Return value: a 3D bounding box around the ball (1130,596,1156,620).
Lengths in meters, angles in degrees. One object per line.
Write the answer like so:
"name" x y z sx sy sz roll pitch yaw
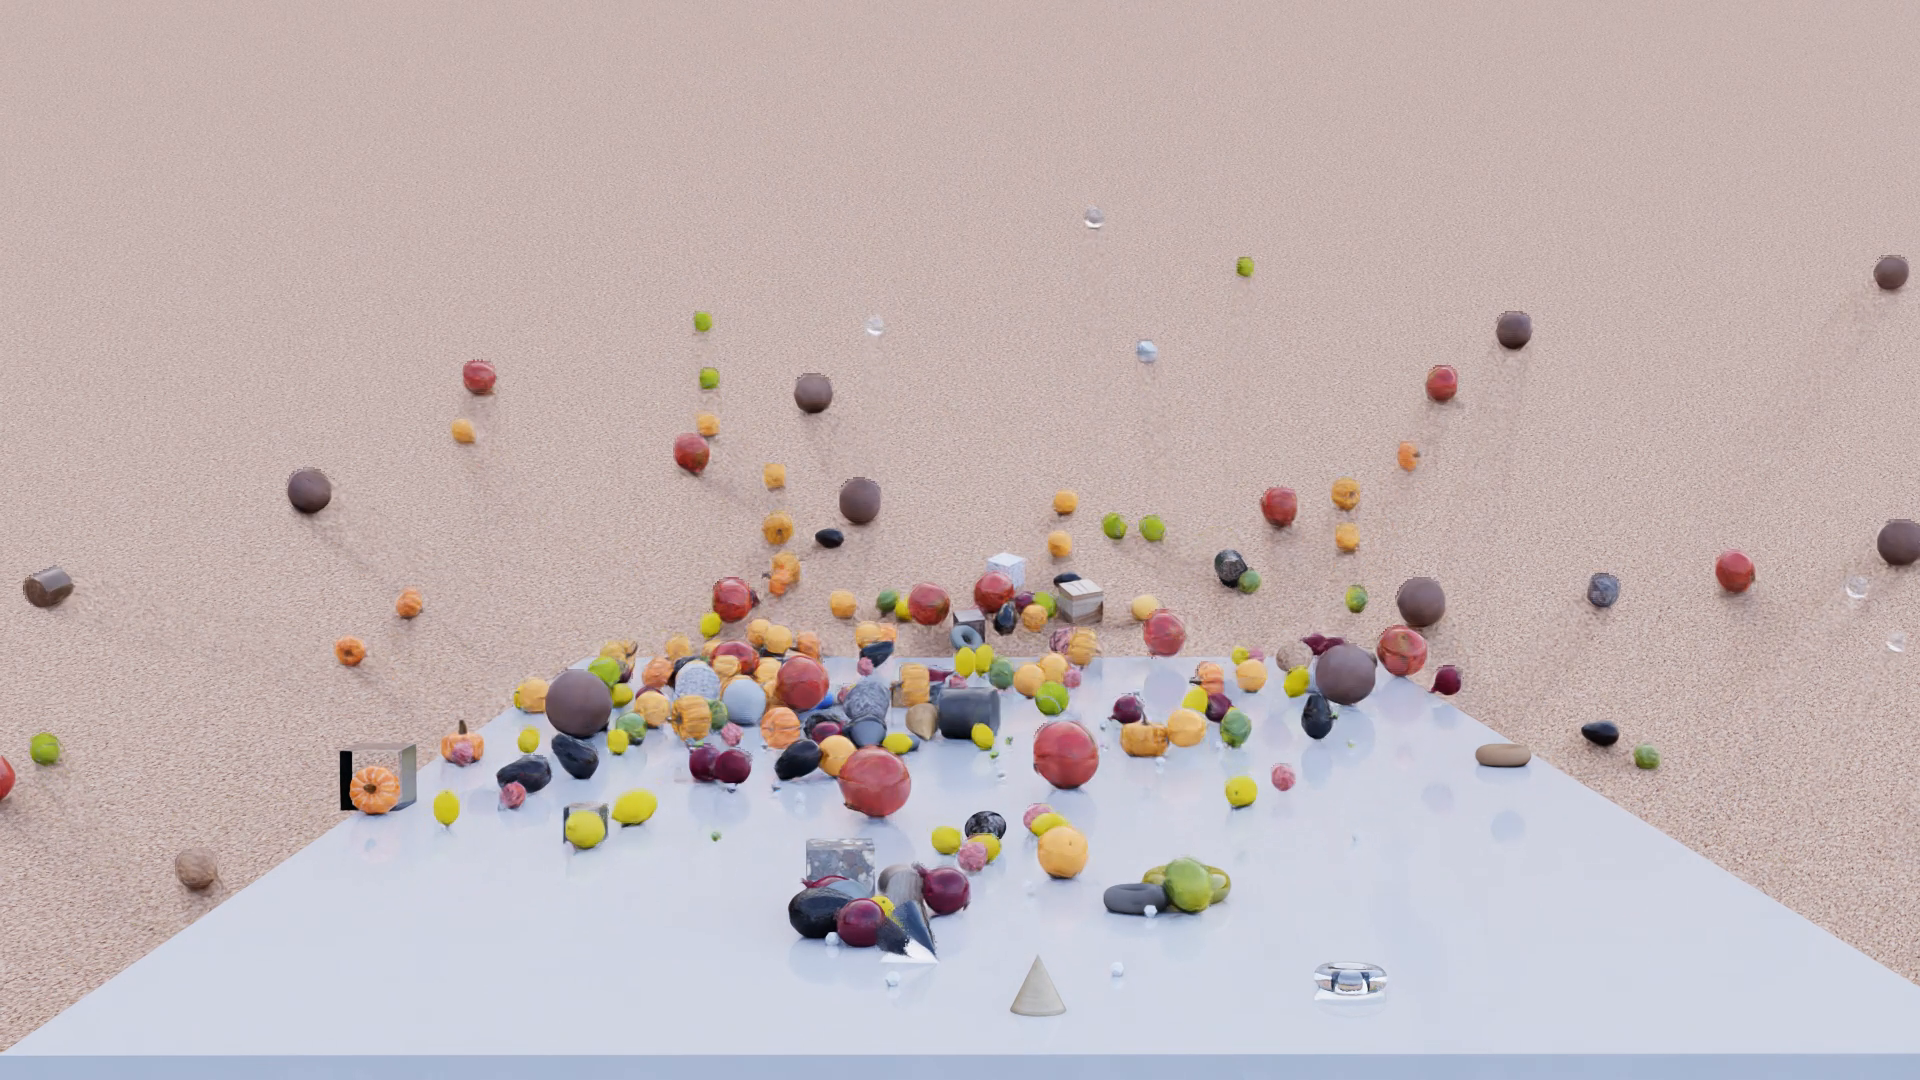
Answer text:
"ball" 0.499 0.184 6.978 0.070 0.070 0.070 0 22 0

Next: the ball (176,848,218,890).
"ball" -1.662 0.717 5.603 0.088 0.088 0.088 0 22 0

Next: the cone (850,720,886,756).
"cone" -0.167 0.378 4.718 0.067 0.067 0.067 -2 30 -4

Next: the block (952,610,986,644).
"block" 0.024 0.234 6.852 0.071 0.071 0.071 -5 22 -13

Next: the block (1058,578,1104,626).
"block" 0.328 0.170 6.985 0.091 0.091 0.091 -9 23 -21

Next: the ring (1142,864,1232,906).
"ring" 0.293 0.446 3.328 0.117 0.039 0.117 -1 4 0

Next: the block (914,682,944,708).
"block" -0.065 0.329 5.426 0.054 0.054 0.054 0 3 9

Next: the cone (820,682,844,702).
"cone" -0.273 0.341 5.486 0.053 0.053 0.053 0 45 1

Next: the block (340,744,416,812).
"block" -0.928 0.378 4.102 0.095 0.095 0.095 0 3 5

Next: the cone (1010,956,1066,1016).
"cone" 0.083 0.467 2.716 0.060 0.060 0.060 0 3 0

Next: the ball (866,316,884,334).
"ball" -0.312 -0.787 9.446 0.066 0.066 0.066 0 22 0

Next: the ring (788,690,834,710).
"ring" -0.316 0.339 5.442 0.097 0.032 0.097 -2 4 0

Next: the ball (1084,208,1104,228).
"ball" 0.569 -1.363 10.881 0.086 0.086 0.086 0 22 0

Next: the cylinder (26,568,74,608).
"cylinder" -2.509 0.132 7.083 0.088 0.088 0.088 12 24 28

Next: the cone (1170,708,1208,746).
"cone" 0.425 0.368 4.851 0.076 0.076 0.076 5 31 13

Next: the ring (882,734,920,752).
"ring" -0.112 0.377 4.774 0.075 0.025 0.075 -4 2 0

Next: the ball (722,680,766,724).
"ball" -0.434 0.325 5.164 0.090 0.090 0.090 0 22 0

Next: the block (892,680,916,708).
"block" -0.118 0.328 5.465 0.052 0.052 0.052 0 3 -5

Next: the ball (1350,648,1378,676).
"ball" 0.957 0.289 6.088 0.062 0.062 0.062 0 22 0

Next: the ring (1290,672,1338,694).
"ring" 0.796 0.320 5.744 0.115 0.038 0.115 -1 3 0

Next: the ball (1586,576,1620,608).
"ball" 1.767 0.141 7.063 0.088 0.088 0.088 0 22 0

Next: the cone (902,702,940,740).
"cone" -0.065 0.365 4.933 0.075 0.075 0.075 -6 42 -14

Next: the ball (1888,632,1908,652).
"ball" 2.476 0.269 6.789 0.050 0.050 0.050 0 22 0

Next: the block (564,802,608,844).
"block" -0.550 0.416 3.776 0.052 0.052 0.052 0 3 8

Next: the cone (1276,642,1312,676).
"cone" 0.800 0.301 6.082 0.089 0.089 0.089 -2 30 -5

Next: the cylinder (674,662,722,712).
"cylinder" -0.543 0.305 5.323 0.094 0.094 0.094 -3 4 -7

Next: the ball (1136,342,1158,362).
"ball" 0.664 -0.669 9.134 0.075 0.075 0.075 0 22 0

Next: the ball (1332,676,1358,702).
"ball" 0.831 0.320 5.556 0.056 0.056 0.056 0 22 0

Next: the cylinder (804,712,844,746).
"cylinder" -0.257 0.356 4.864 0.057 0.057 0.057 9 6 21

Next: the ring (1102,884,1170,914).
"ring" 0.224 0.454 3.260 0.087 0.029 0.087 -1 2 0

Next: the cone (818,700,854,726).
"cone" -0.241 0.362 5.060 0.072 0.072 0.072 -4 14 1

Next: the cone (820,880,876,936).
"cone" -0.138 0.461 3.123 0.067 0.067 0.067 0 43 1

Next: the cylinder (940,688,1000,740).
"cylinder" 0.019 0.333 4.930 0.096 0.096 0.096 1 21 13

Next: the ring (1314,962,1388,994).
"ring" 0.427 0.478 2.810 0.080 0.027 0.080 1 -1 0

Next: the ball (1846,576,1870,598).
"ball" 2.489 0.132 7.125 0.060 0.060 0.060 0 22 0

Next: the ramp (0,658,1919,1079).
"ramp" 0.050 0.452 4.532 2.000 0.100 4.000 0 3 0

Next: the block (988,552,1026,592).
"block" 0.129 0.090 7.211 0.076 0.076 0.076 16 27 35

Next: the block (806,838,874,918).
"block" -0.152 0.427 3.254 0.084 0.084 0.084 0 3 -4

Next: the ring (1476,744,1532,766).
"ring" 0.967 0.383 4.578 0.098 0.033 0.098 -1 3 0

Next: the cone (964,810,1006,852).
"cone" 0.040 0.432 3.697 0.061 0.061 0.061 -2 30 -5

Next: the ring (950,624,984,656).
"ring" 0.018 0.265 6.775 0.097 0.032 0.097 23 41 -22
